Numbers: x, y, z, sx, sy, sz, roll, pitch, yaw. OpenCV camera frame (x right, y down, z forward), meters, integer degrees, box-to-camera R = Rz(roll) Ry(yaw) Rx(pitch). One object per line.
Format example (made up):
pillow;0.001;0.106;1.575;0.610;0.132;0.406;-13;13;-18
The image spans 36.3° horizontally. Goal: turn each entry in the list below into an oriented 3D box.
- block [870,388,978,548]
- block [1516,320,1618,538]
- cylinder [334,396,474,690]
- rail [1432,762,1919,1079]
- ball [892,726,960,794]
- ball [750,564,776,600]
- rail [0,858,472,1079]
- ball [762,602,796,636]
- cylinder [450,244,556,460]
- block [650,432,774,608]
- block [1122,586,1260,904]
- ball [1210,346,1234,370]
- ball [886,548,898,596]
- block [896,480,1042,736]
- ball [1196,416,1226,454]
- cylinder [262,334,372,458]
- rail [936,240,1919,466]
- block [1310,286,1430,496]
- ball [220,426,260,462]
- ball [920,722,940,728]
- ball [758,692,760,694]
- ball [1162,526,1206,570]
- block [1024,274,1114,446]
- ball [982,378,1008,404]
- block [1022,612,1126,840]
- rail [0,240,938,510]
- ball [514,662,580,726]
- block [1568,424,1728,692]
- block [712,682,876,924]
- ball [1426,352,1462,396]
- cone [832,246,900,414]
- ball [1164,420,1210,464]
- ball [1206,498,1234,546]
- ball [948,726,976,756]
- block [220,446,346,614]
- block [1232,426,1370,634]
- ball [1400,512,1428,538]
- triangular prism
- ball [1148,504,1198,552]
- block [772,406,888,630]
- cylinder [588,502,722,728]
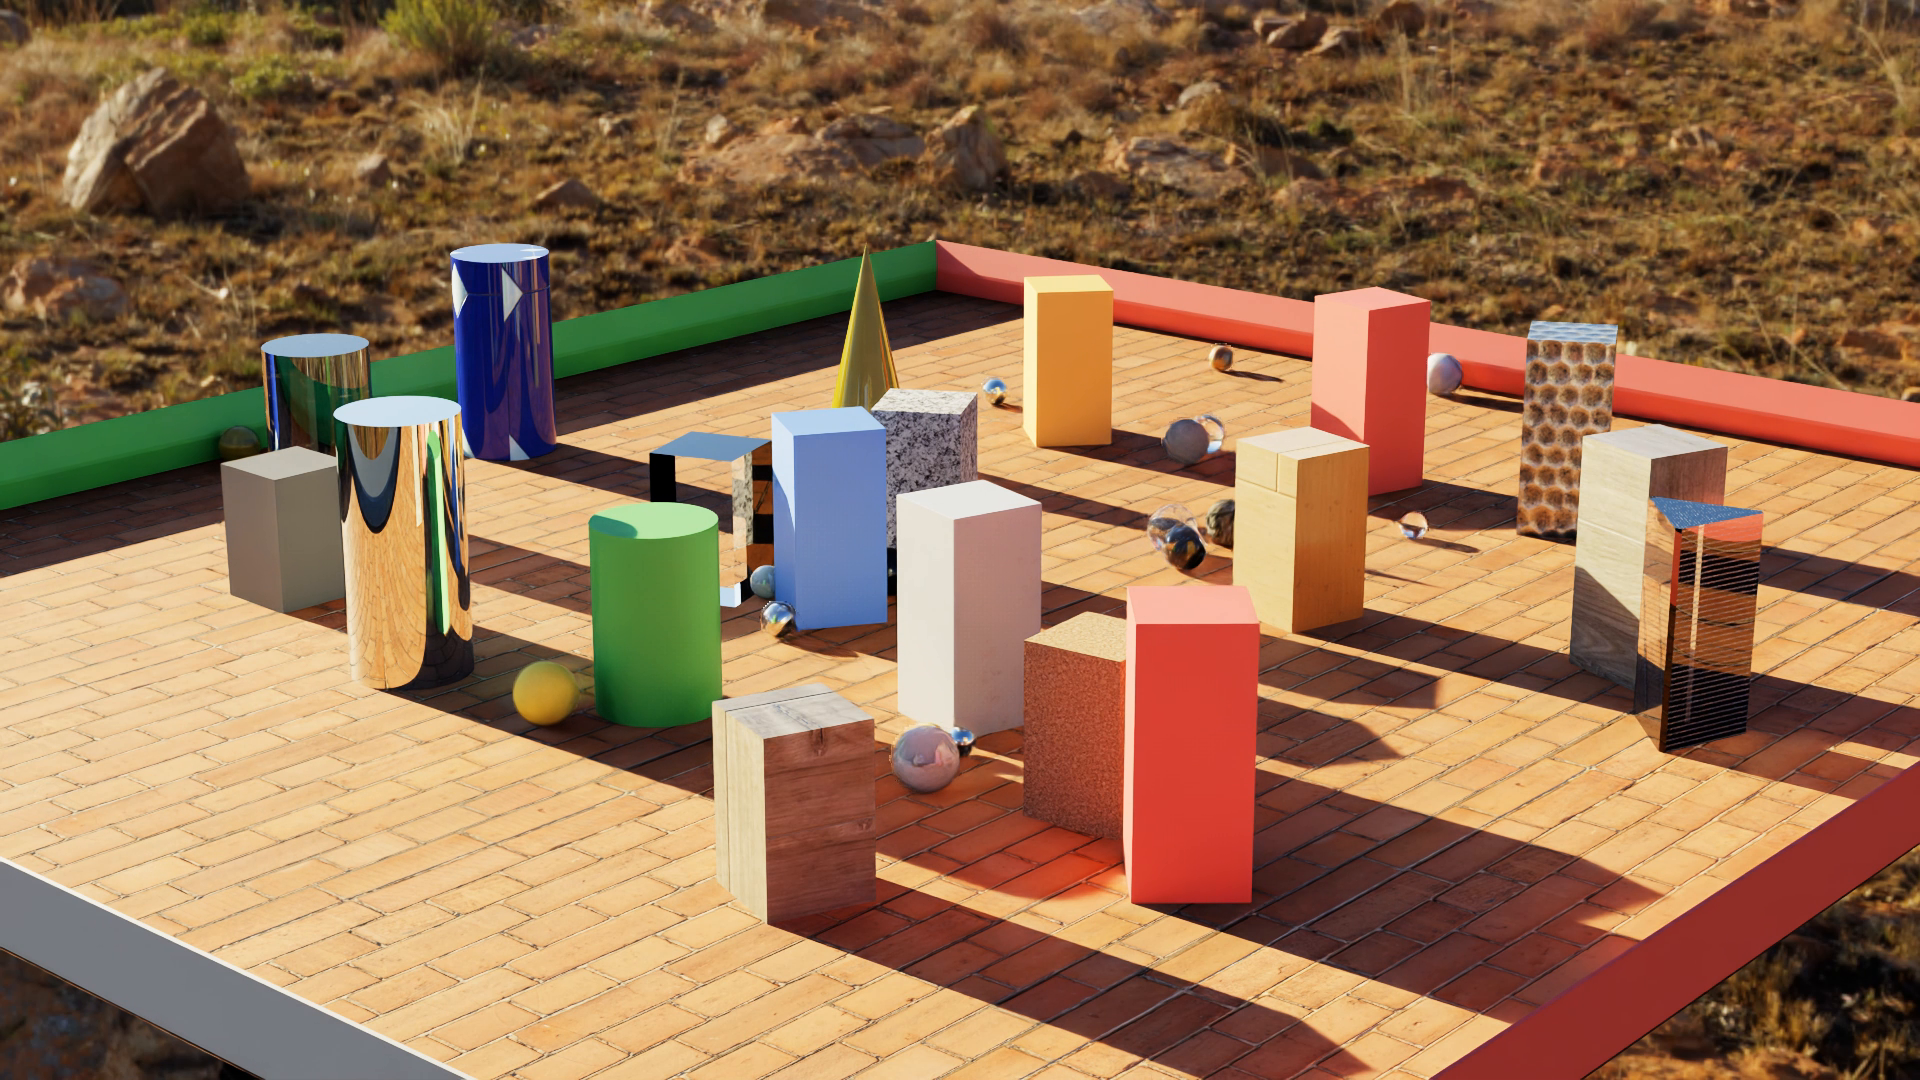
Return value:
block;-0.062;-0.090;5.198;0.159;0.321;0.159;3;17;11
block;1.136;-0.206;5.488;0.159;0.375;0.159;4;17;13
cylinder;-0.888;0.004;4.691;0.199;0.433;0.199;0;17;0
rail;1.299;0.358;4.040;0.045;0.129;3.824;14;22;39
ball;-0.049;0.316;4.235;0.098;0.098;0.098;0;17;0
ball;-0.336;0.073;5.108;0.059;0.059;0.059;0;17;0
rail;-1.238;0.444;3.754;3.488;0.129;0.045;14;22;39
ball;-0.303;0.134;4.912;0.057;0.057;0.057;0;17;0
cylinder;-0.937;-0.387;6.026;0.199;0.412;0.199;0;17;0
block;-0.432;-0.038;5.130;0.159;0.260;0.159;7;18;21
block;0.304;0.270;3.886;0.159;0.388;0.159;0;17;-1
ball;0.601;-0.418;6.742;0.057;0.057;0.057;0;17;0
ball;-0.125;0.055;5.125;0.085;0.085;0.085;0;17;0
block;0.014;0.106;4.493;0.159;0.351;0.159;-11;20;-32
ball;0.506;-0.216;6.036;0.079;0.079;0.079;0;17;0
cylinder;-1.209;-0.204;5.548;0.199;0.337;0.199;0;17;0
rail;1.238;-0.379;6.485;3.488;0.129;0.045;14;22;39
block;0.806;-0.293;5.780;0.159;0.373;0.159;-11;20;-32
ball;-1.459;-0.191;5.945;0.082;0.082;0.082;0;17;0
ball;-0.046;0.297;4.388;0.047;0.047;0.047;0;17;0
ball;-0.301;0.268;4.434;0.075;0.075;0.075;0;17;0
ball;0.403;0.014;5.269;0.080;0.080;0.080;0;17;0
block;0.225;-0.376;6.135;0.159;0.327;0.159;-2;17;-8
ball;0.077;-0.325;6.434;0.057;0.057;0.057;0;17;0
block;0.200;0.260;4.136;0.159;0.263;0.159;12;20;34
rail;-1.299;-0.293;6.200;0.045;0.129;3.824;14;22;39
ball;-0.634;0.236;4.499;0.099;0.099;0.099;0;17;0
block;1.103;0.026;4.705;0.159;0.382;0.159;-9;19;-28
block;-0.219;0.344;3.866;0.159;0.256;0.159;-9;19;-27
ball;1.069;-0.368;6.513;0.094;0.094;0.094;0;17;0
cone;-0.187;-0.377;5.918;0.199;0.454;0.199;0;17;0
ball;0.460;-0.199;5.955;0.092;0.092;0.092;0;17;0
ball;0.497;-0.033;5.416;0.086;0.086;0.086;0;17;0
ball;0.001;0.301;4.377;0.045;0.045;0.045;0;17;0
block;-1.166;-0.019;5.105;0.159;0.238;0.159;15;22;40
block;0.579;-0.019;4.995;0.159;0.302;0.159;-11;20;-32
ball;0.845;-0.027;5.459;0.049;0.049;0.049;0;17;0
triangular prism;1.088;0.120;4.449;0.172;0.350;0.149;-10;19;-29
ball;0.389;-0.020;5.359;0.093;0.093;0.093;0;17;0
block;-0.222;-0.038;4.992;0.159;0.340;0.159;-5;17;-16
cylinder;-0.471;0.114;4.550;0.199;0.303;0.199;0;17;0
